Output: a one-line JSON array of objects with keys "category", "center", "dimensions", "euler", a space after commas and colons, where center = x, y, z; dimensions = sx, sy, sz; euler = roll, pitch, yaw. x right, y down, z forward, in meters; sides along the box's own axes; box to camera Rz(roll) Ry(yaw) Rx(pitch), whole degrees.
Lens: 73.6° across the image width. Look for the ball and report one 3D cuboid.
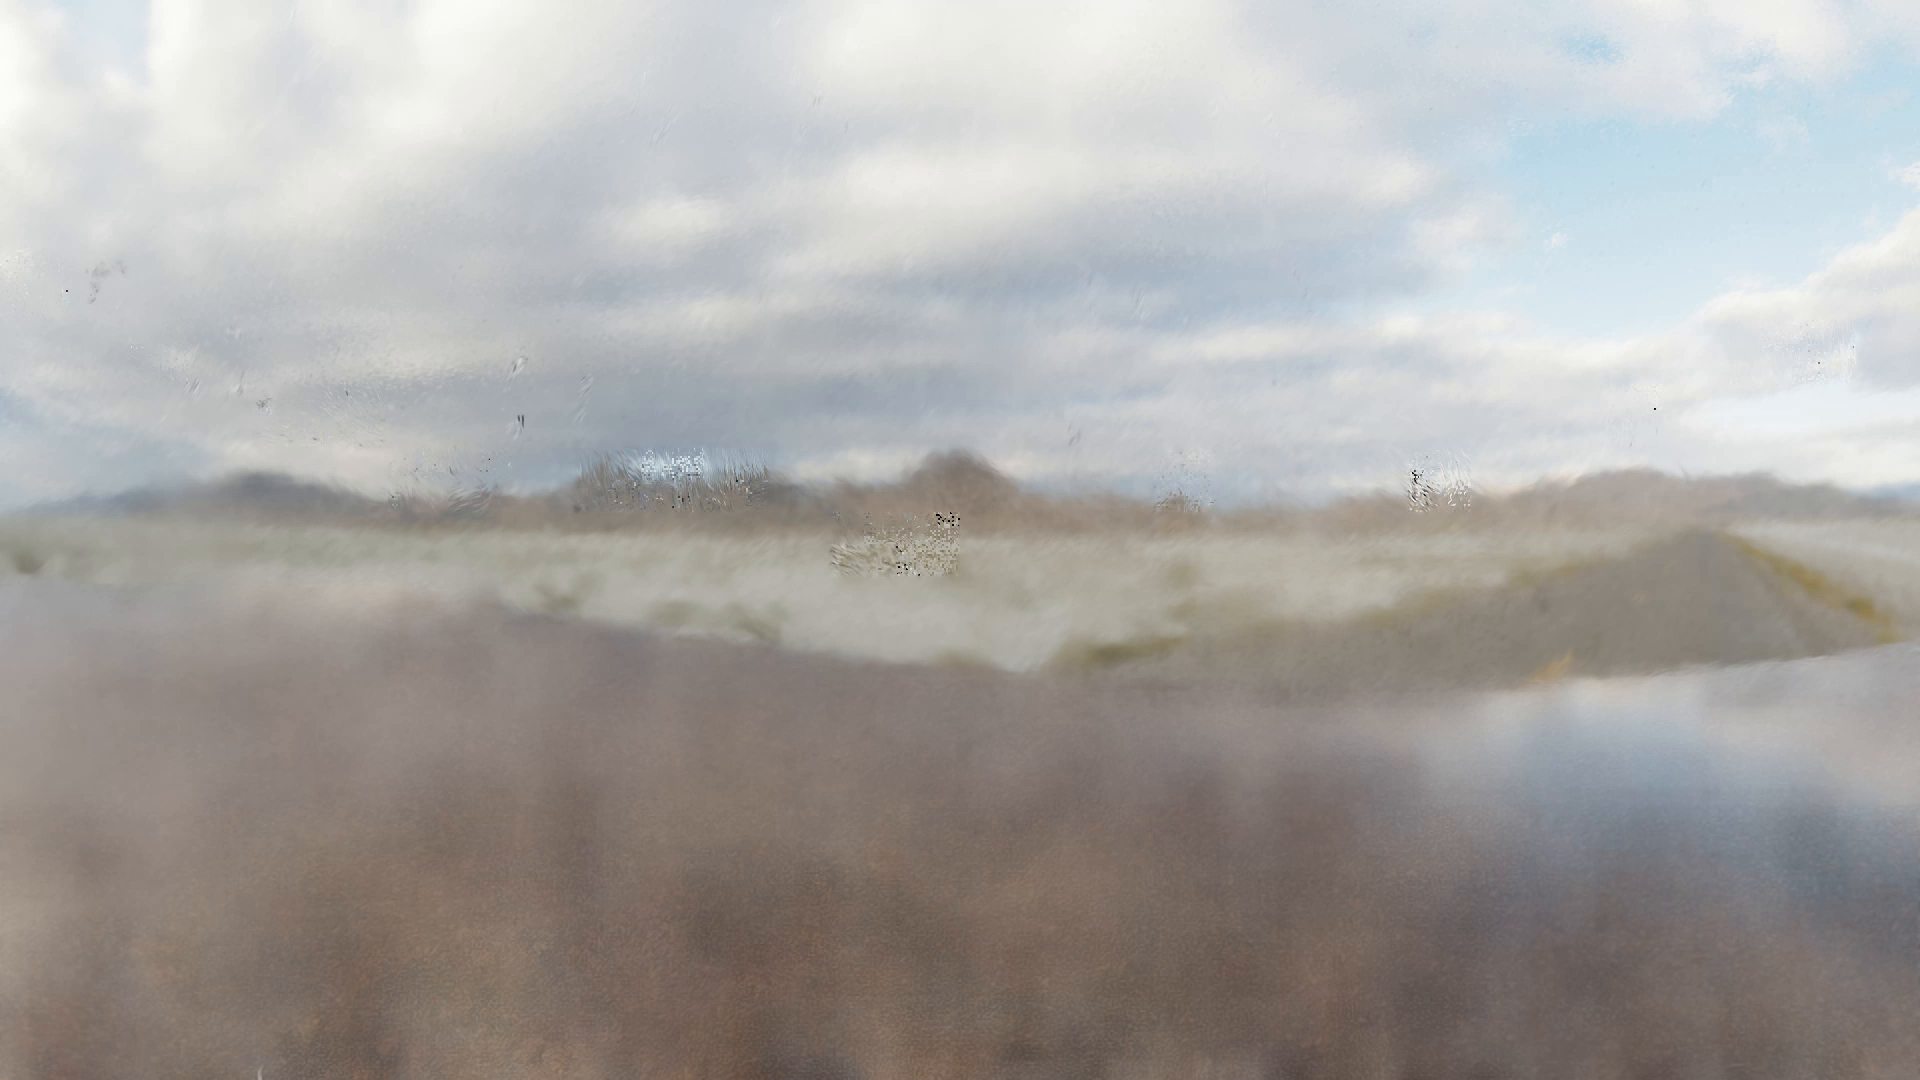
[{"category": "ball", "center": [0.000, -0.002, 0.056], "dimensions": [0.080, 0.080, 0.080], "euler": [0, 4, 0]}]
